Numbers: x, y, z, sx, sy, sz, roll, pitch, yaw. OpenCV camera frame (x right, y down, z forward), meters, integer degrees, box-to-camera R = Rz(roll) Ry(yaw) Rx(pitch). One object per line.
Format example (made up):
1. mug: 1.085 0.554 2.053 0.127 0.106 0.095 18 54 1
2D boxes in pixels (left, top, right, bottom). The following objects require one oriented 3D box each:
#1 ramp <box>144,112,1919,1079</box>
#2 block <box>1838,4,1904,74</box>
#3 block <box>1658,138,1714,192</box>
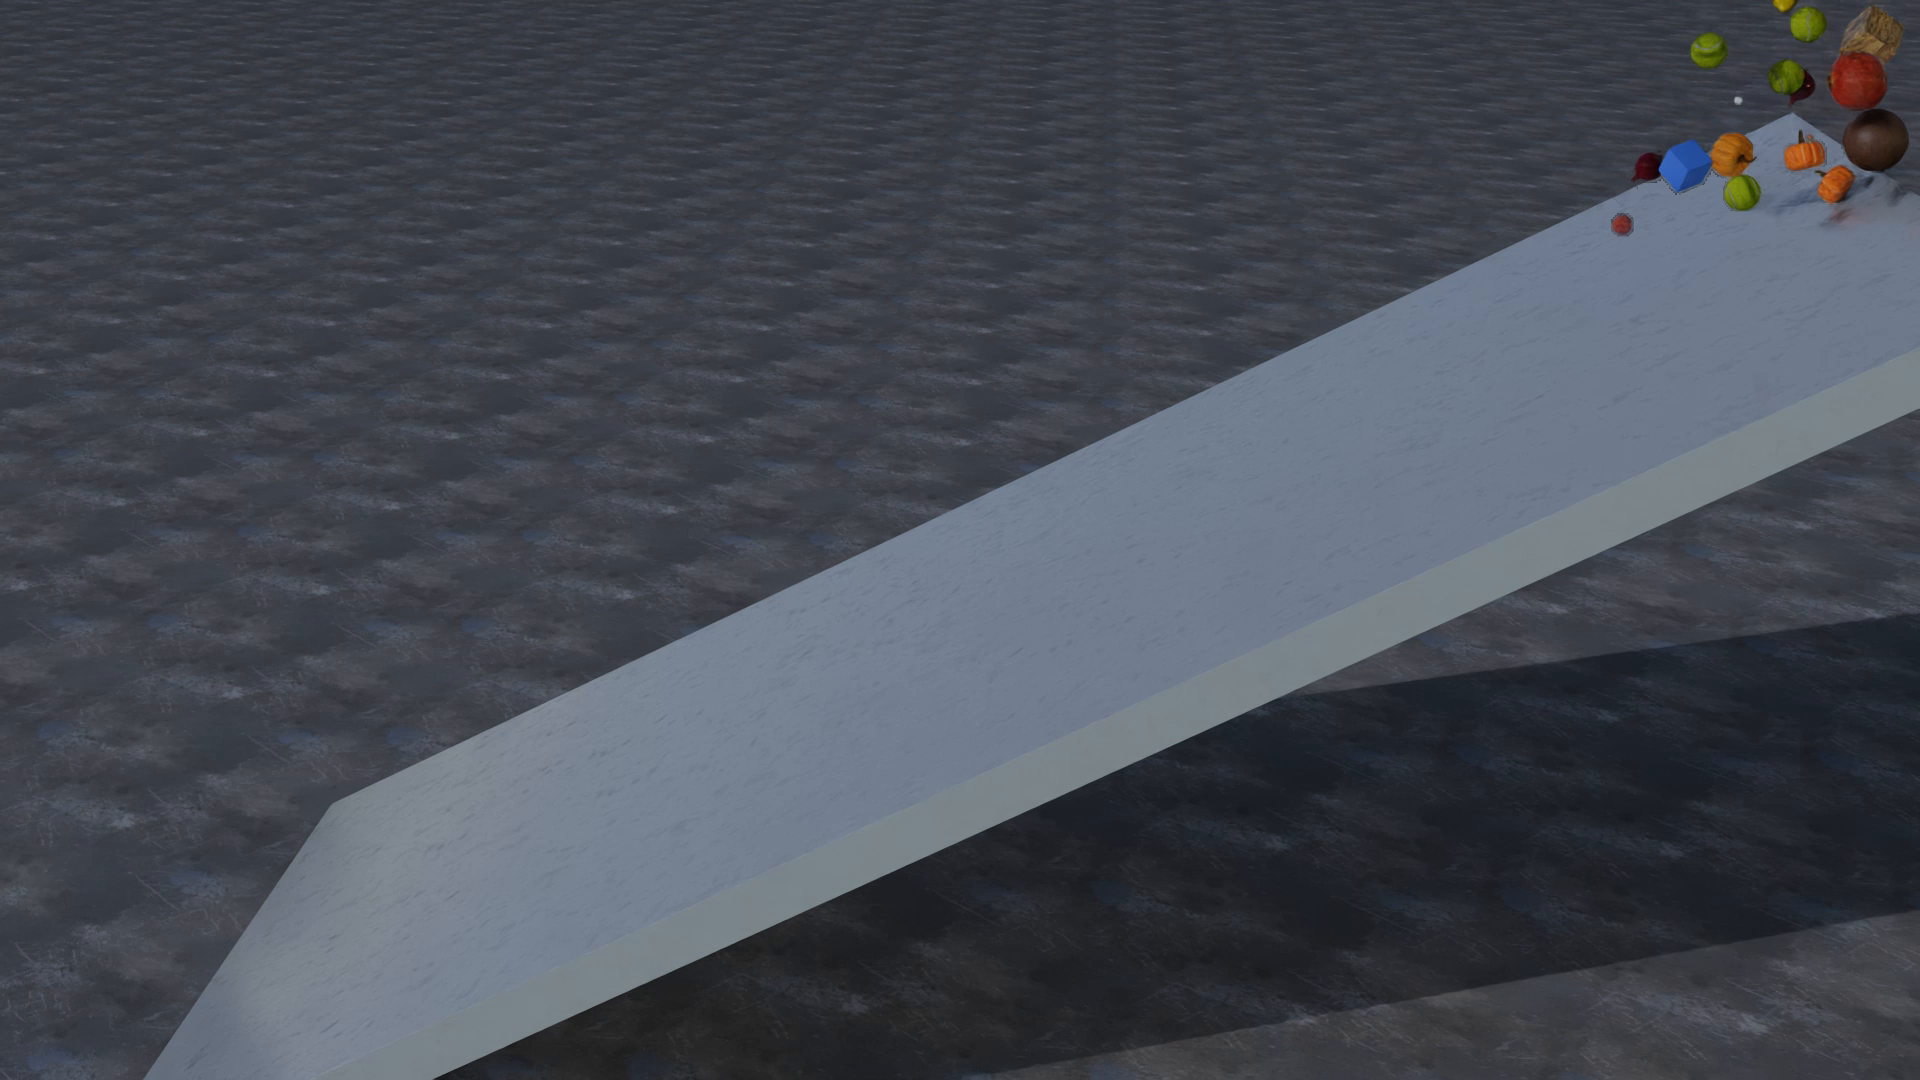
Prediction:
1. ramp: 0.139 0.168 6.281 4.000 0.100 2.000 -25 14 10
2. block: 1.791 -0.984 5.780 0.080 0.080 0.080 32 56 -8
3. block: 1.474 -0.761 5.975 0.066 0.066 0.066 -22 62 -23
